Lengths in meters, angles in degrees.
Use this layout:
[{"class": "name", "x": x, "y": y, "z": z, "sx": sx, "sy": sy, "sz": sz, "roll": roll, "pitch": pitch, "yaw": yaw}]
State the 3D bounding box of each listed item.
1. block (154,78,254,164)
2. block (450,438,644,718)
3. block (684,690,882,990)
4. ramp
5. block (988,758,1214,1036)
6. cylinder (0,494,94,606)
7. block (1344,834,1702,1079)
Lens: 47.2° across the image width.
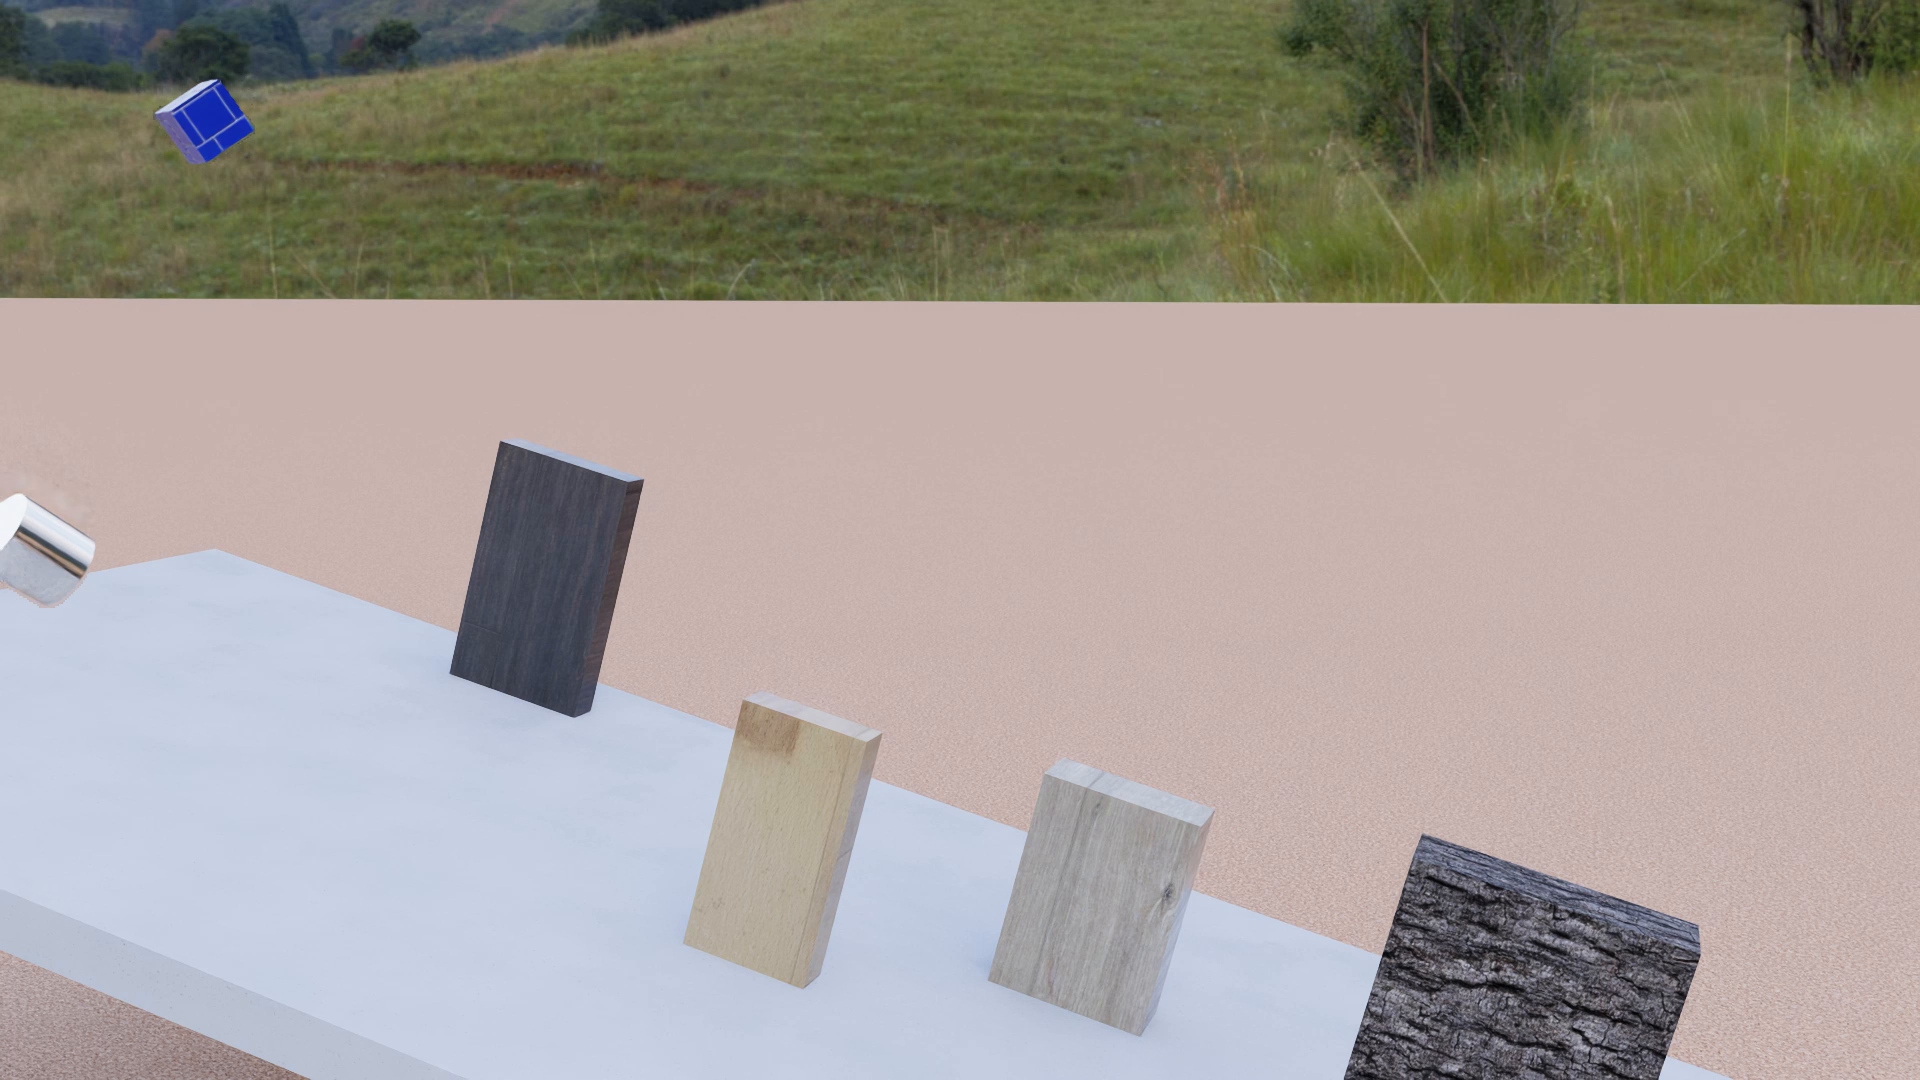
[{"class": "block", "x": -1.636, "y": -0.906, "z": 4.761, "sx": 0.128, "sy": 0.128, "sz": 0.128, "roll": -42, "pitch": 28, "yaw": -23}, {"class": "block", "x": -0.964, "y": 0.087, "z": 5.119, "sx": 0.334, "sy": 0.572, "sz": 0.085, "roll": 18, "pitch": 11, "yaw": 15}, {"class": "block", "x": -0.321, "y": 0.539, "z": 3.963, "sx": 0.242, "sy": 0.475, "sz": 0.086, "roll": 18, "pitch": 11, "yaw": 15}, {"class": "ramp", "x": -0.386, "y": 0.768, "z": 4.246, "sx": 4.000, "sy": 0.100, "sz": 2.000, "roll": 18, "pitch": 11, "yaw": 15}, {"class": "block", "x": 0.268, "y": 0.675, "z": 4.182, "sx": 0.309, "sy": 0.425, "sz": 0.141, "roll": 18, "pitch": 11, "yaw": 15}, {"class": "cylinder", "x": -1.986, "y": 0.022, "z": 4.711, "sx": 0.175, "sy": 0.175, "sz": 0.175, "roll": 7, "pitch": -27, "yaw": 44}, {"class": "block", "x": 0.781, "y": 0.846, "z": 3.270, "sx": 0.415, "sy": 0.704, "sz": 0.148, "roll": 18, "pitch": 11, "yaw": 15}]
